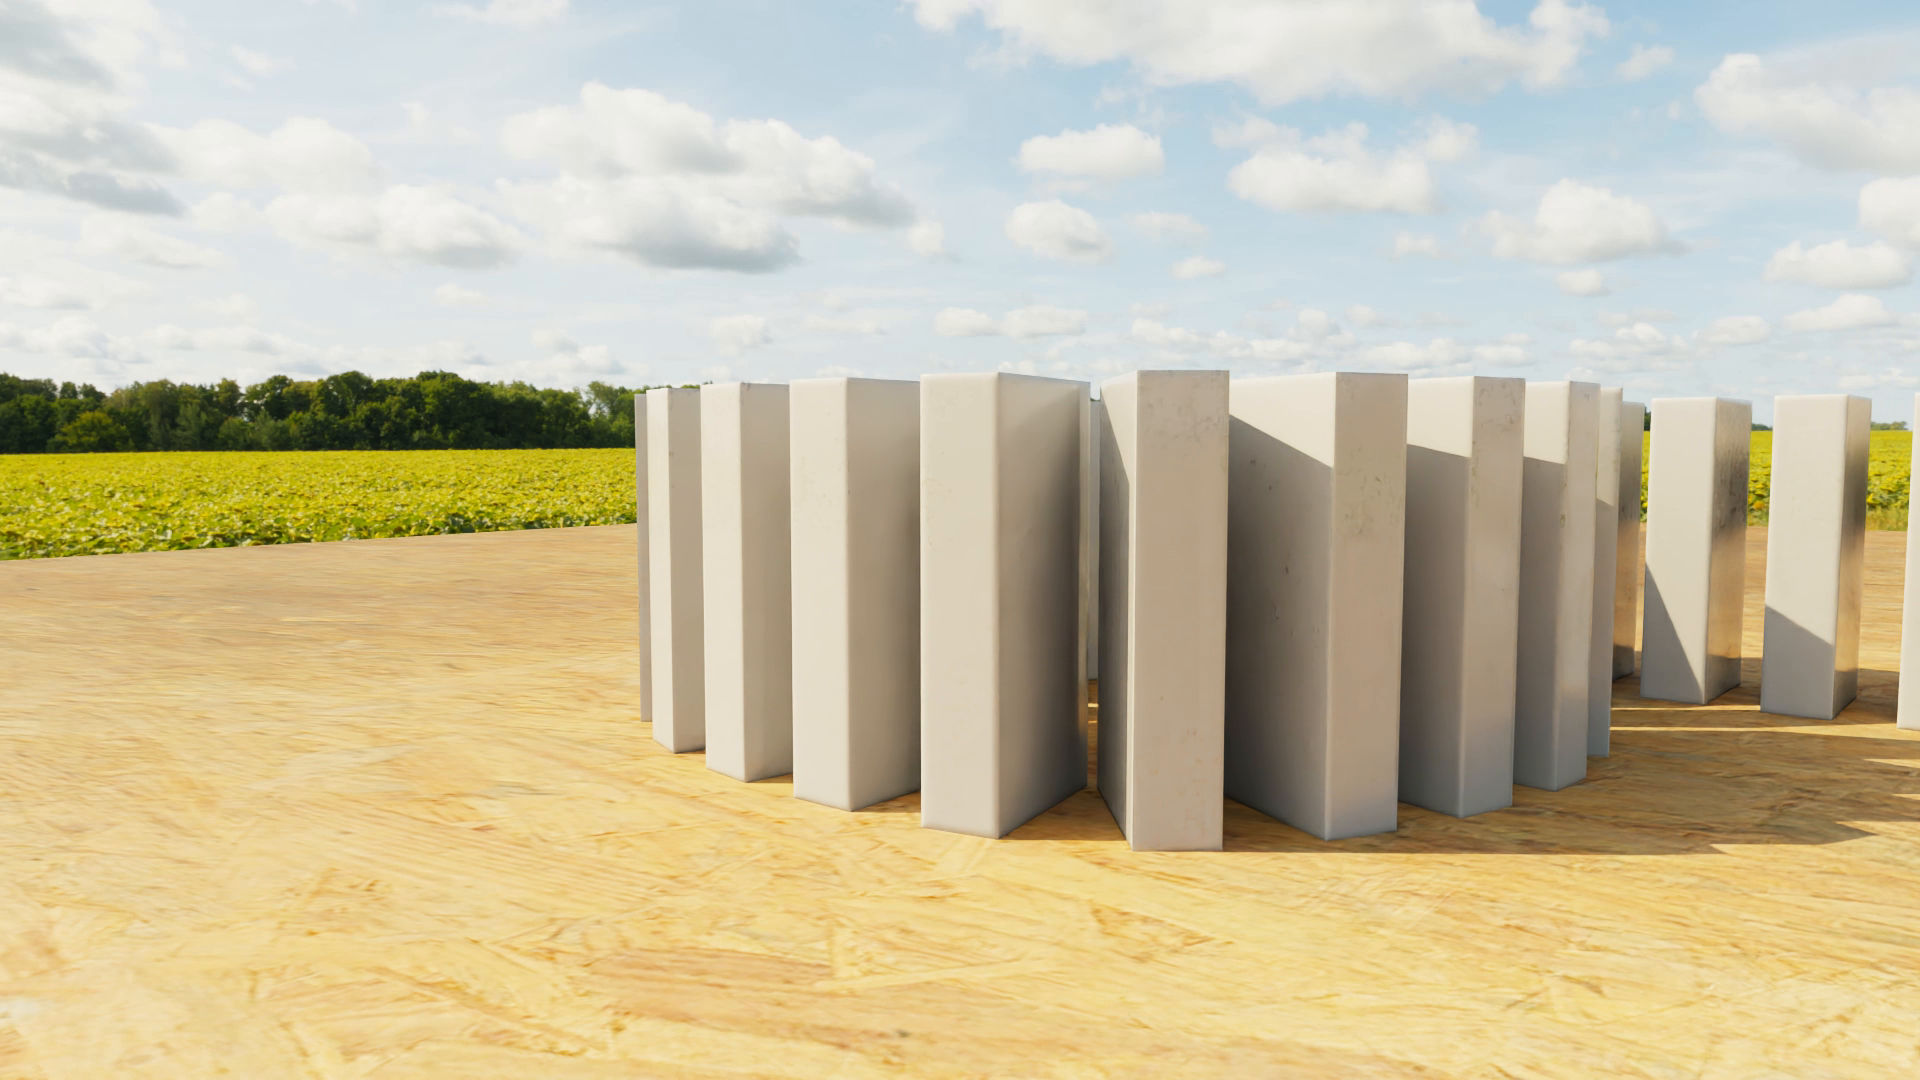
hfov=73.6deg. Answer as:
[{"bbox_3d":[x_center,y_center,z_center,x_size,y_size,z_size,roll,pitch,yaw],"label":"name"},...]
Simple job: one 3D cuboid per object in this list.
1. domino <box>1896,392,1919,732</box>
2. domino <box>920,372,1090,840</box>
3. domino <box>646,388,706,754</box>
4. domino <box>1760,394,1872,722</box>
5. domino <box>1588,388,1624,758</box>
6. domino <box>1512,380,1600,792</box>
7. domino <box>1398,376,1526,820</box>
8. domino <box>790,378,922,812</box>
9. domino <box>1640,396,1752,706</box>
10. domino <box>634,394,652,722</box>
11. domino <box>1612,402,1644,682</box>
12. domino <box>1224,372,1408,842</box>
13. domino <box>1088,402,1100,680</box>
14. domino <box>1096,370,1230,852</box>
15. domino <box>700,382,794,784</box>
[{"bbox_3d":[0.152,0.003,0.196,0.009,0.050,0.025,4,6,40],"label":"domino"},{"bbox_3d":[0.006,0.006,0.149,0.010,0.050,0.025,2,5,28],"label":"domino"},{"bbox_3d":[-0.031,0.004,0.185,0.025,0.050,0.010,-3,5,-30],"label":"domino"},{"bbox_3d":[0.139,0.002,0.208,0.009,0.050,0.025,4,6,42],"label":"domino"},{"bbox_3d":[0.078,0.004,0.181,0.025,0.050,0.009,2,5,20],"label":"domino"},{"bbox_3d":[0.068,0.005,0.167,0.009,0.050,0.025,-4,6,-43],"label":"domino"},{"bbox_3d":[0.054,0.006,0.157,0.009,0.050,0.025,-3,5,-33],"label":"domino"},{"bbox_3d":[-0.008,0.006,0.159,0.010,0.050,0.025,4,6,40],"label":"domino"},{"bbox_3d":[0.126,0.001,0.219,0.010,0.050,0.025,4,6,43],"label":"domino"},{"bbox_3d":[-0.037,0.002,0.201,0.025,0.050,0.009,-1,4,-7],"label":"domino"},{"bbox_3d":[0.114,0.000,0.231,0.010,0.050,0.025,4,6,43],"label":"domino"},{"bbox_3d":[0.039,0.006,0.149,0.010,0.050,0.025,-2,5,-22],"label":"domino"},{"bbox_3d":[0.021,-0.001,0.242,0.009,0.050,0.025,-1,4,-14],"label":"domino"},{"bbox_3d":[0.022,0.007,0.145,0.010,0.050,0.025,0,4,-2],"label":"domino"},{"bbox_3d":[-0.021,0.005,0.171,0.025,0.050,0.009,-4,6,-41],"label":"domino"}]
